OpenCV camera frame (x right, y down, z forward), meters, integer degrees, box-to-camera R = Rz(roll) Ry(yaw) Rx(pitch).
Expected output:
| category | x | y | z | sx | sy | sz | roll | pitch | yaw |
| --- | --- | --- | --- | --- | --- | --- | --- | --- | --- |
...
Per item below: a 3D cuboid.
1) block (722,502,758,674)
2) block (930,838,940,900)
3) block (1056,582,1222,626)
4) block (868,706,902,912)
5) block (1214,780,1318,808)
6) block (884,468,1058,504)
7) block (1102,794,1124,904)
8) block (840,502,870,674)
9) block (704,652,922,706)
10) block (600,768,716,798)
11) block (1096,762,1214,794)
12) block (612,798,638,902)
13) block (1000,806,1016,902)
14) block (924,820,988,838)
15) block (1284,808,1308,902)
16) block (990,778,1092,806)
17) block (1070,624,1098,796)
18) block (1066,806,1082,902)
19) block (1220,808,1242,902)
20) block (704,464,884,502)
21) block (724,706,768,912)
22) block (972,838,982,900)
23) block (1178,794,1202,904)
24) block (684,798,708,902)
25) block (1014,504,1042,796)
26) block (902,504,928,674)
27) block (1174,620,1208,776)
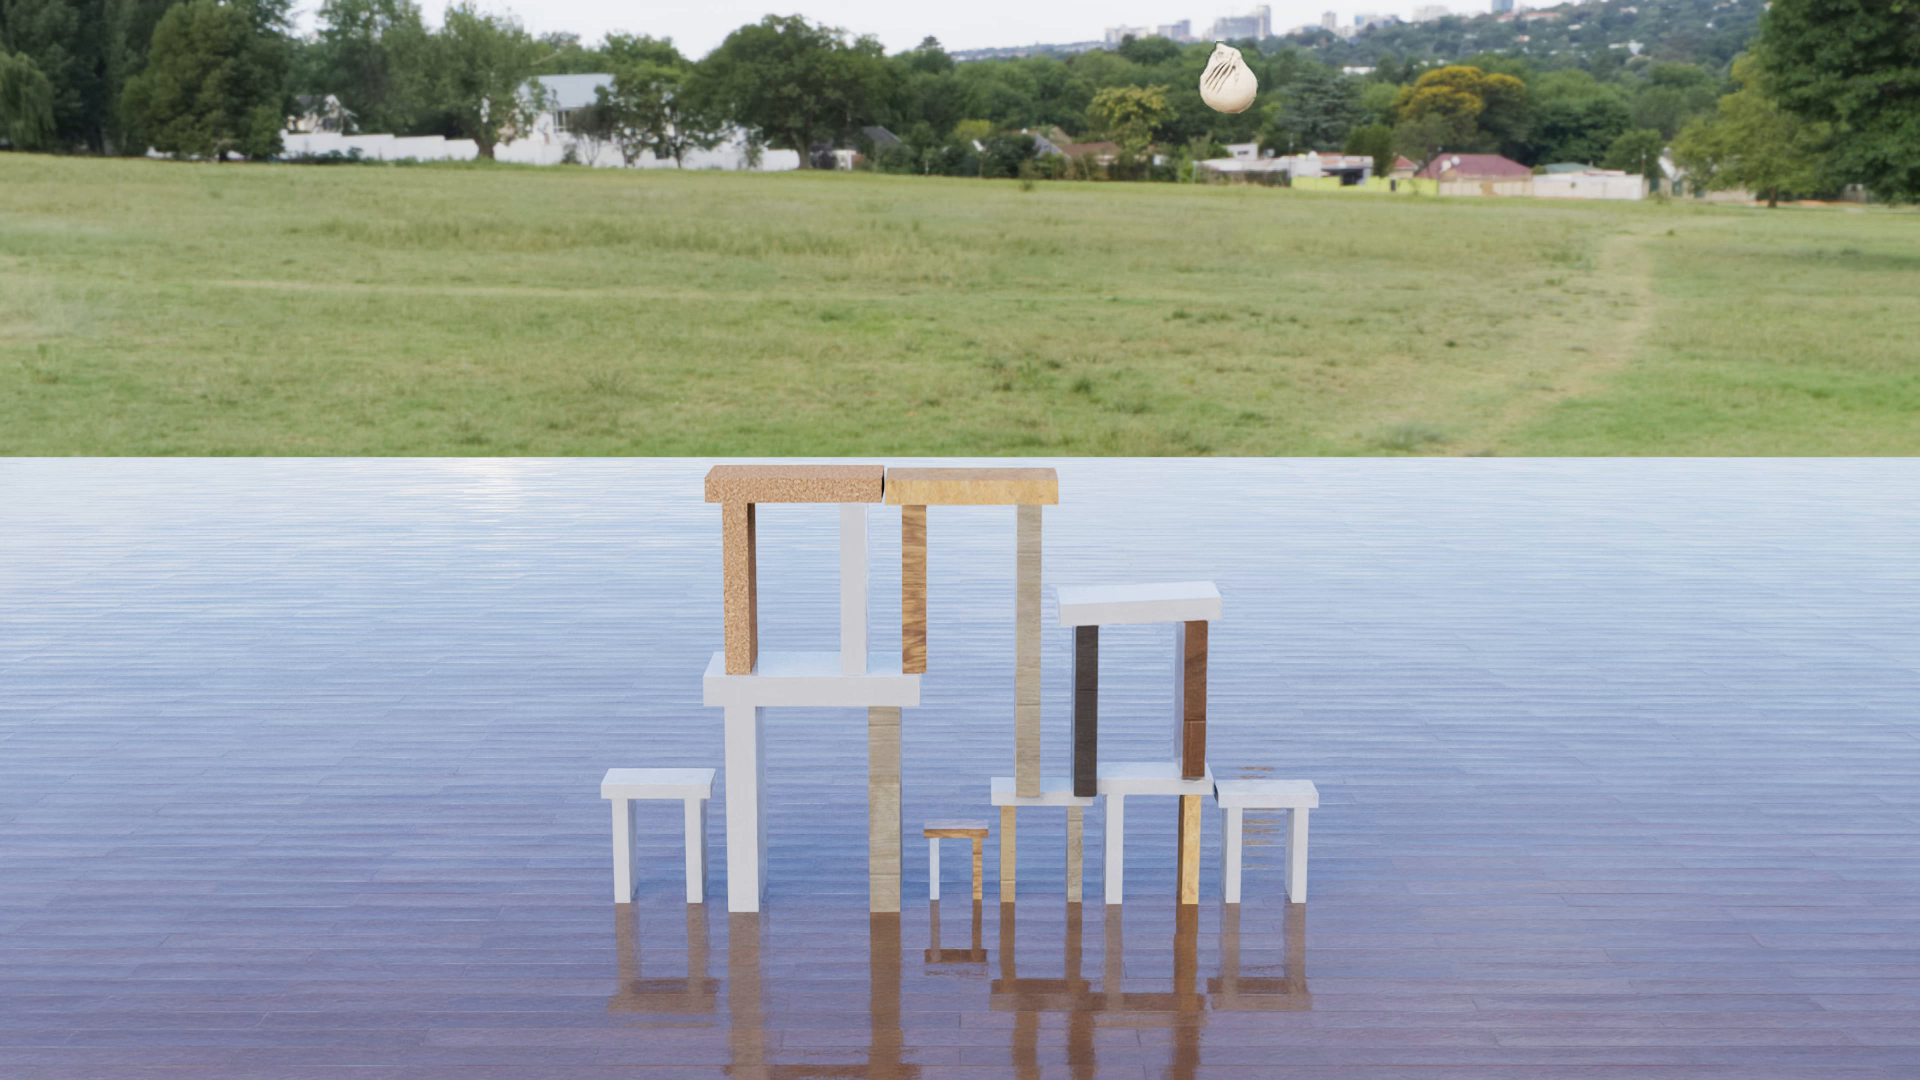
| category | x | y | z | sx | sy | sz | roll | pitch | yaw |
| --- | --- | --- | --- | --- | --- | --- | --- | --- | --- |
| block | -0.356 | 0.066 | 3.567 | 0.040 | 0.279 | 0.140 | 0 | 11 | 0 |
| block | -0.042 | 0.538 | 3.658 | 0.015 | 0.106 | 0.053 | 0 | 11 | 0 |
| block | 0.289 | 0.103 | 3.577 | 0.257 | 0.036 | 0.129 | -3 | 10 | 0 |
| block | -0.122 | 0.420 | 3.636 | 0.049 | 0.346 | 0.173 | 0 | 11 | 0 |
| block | 0.505 | 0.419 | 3.634 | 0.163 | 0.023 | 0.081 | 0 | 11 | 0 |
| block | 0.019 | -0.087 | 3.545 | 0.275 | 0.039 | 0.137 | 0 | 11 | 0 |
| block | 0.253 | 0.498 | 3.650 | 0.027 | 0.188 | 0.094 | 0 | 11 | 0 |
| block | -0.170 | 0.066 | 3.567 | 0.040 | 0.279 | 0.140 | 0 | 11 | 0 |
| block | -0.237 | 0.226 | 3.600 | 0.346 | 0.049 | 0.173 | 0 | 11 | 0 |
| block | -0.497 | 0.402 | 3.634 | 0.178 | 0.025 | 0.089 | 0 | 11 | 0 |
| block | 0.318 | 0.393 | 3.625 | 0.188 | 0.027 | 0.094 | 0 | 11 | 0 |
| block | -0.556 | 0.502 | 3.653 | 0.025 | 0.178 | 0.089 | 0 | 11 | 0 |
| block | 0.079 | 0.508 | 3.654 | 0.023 | 0.166 | 0.083 | 0 | 11 | 0 |
| block | -0.007 | 0.478 | 3.647 | 0.106 | 0.015 | 0.053 | 0 | 11 | 0 |
| block | 0.559 | 0.511 | 3.651 | 0.023 | 0.163 | 0.081 | 0 | 11 | 0 |
| block | 0.135 | 0.415 | 3.637 | 0.166 | 0.023 | 0.083 | 0 | 11 | 0 |
| block | 0.204 | 0.265 | 3.606 | 0.036 | 0.283 | 0.129 | 0 | 10 | 0 |
| block | 0.190 | 0.508 | 3.655 | 0.023 | 0.166 | 0.083 | 0 | 11 | 0 |
| block | 0.450 | 0.511 | 3.651 | 0.023 | 0.163 | 0.081 | 0 | 11 | 0 |
| block | -0.263 | -0.091 | 3.538 | 0.279 | 0.040 | 0.139 | 0 | 11 | 0 |
| block | -0.353 | 0.420 | 3.636 | 0.049 | 0.346 | 0.173 | 0 | 11 | 0 |
| block | 0.029 | 0.538 | 3.658 | 0.015 | 0.106 | 0.053 | 0 | 11 | 0 |
| block | 0.380 | 0.498 | 3.649 | 0.027 | 0.188 | 0.094 | 0 | 11 | 1 |
| block | -0.437 | 0.502 | 3.653 | 0.025 | 0.178 | 0.089 | 0 | 11 | 0 |
| block | 0.110 | 0.168 | 3.592 | 0.039 | 0.480 | 0.137 | 0 | 11 | 0 |
| block | -0.073 | 0.067 | 3.573 | 0.039 | 0.275 | 0.137 | 0 | 11 | 0 |
| block | 0.377 | 0.246 | 3.601 | 0.036 | 0.257 | 0.129 | 0 | 9 | -1 |
